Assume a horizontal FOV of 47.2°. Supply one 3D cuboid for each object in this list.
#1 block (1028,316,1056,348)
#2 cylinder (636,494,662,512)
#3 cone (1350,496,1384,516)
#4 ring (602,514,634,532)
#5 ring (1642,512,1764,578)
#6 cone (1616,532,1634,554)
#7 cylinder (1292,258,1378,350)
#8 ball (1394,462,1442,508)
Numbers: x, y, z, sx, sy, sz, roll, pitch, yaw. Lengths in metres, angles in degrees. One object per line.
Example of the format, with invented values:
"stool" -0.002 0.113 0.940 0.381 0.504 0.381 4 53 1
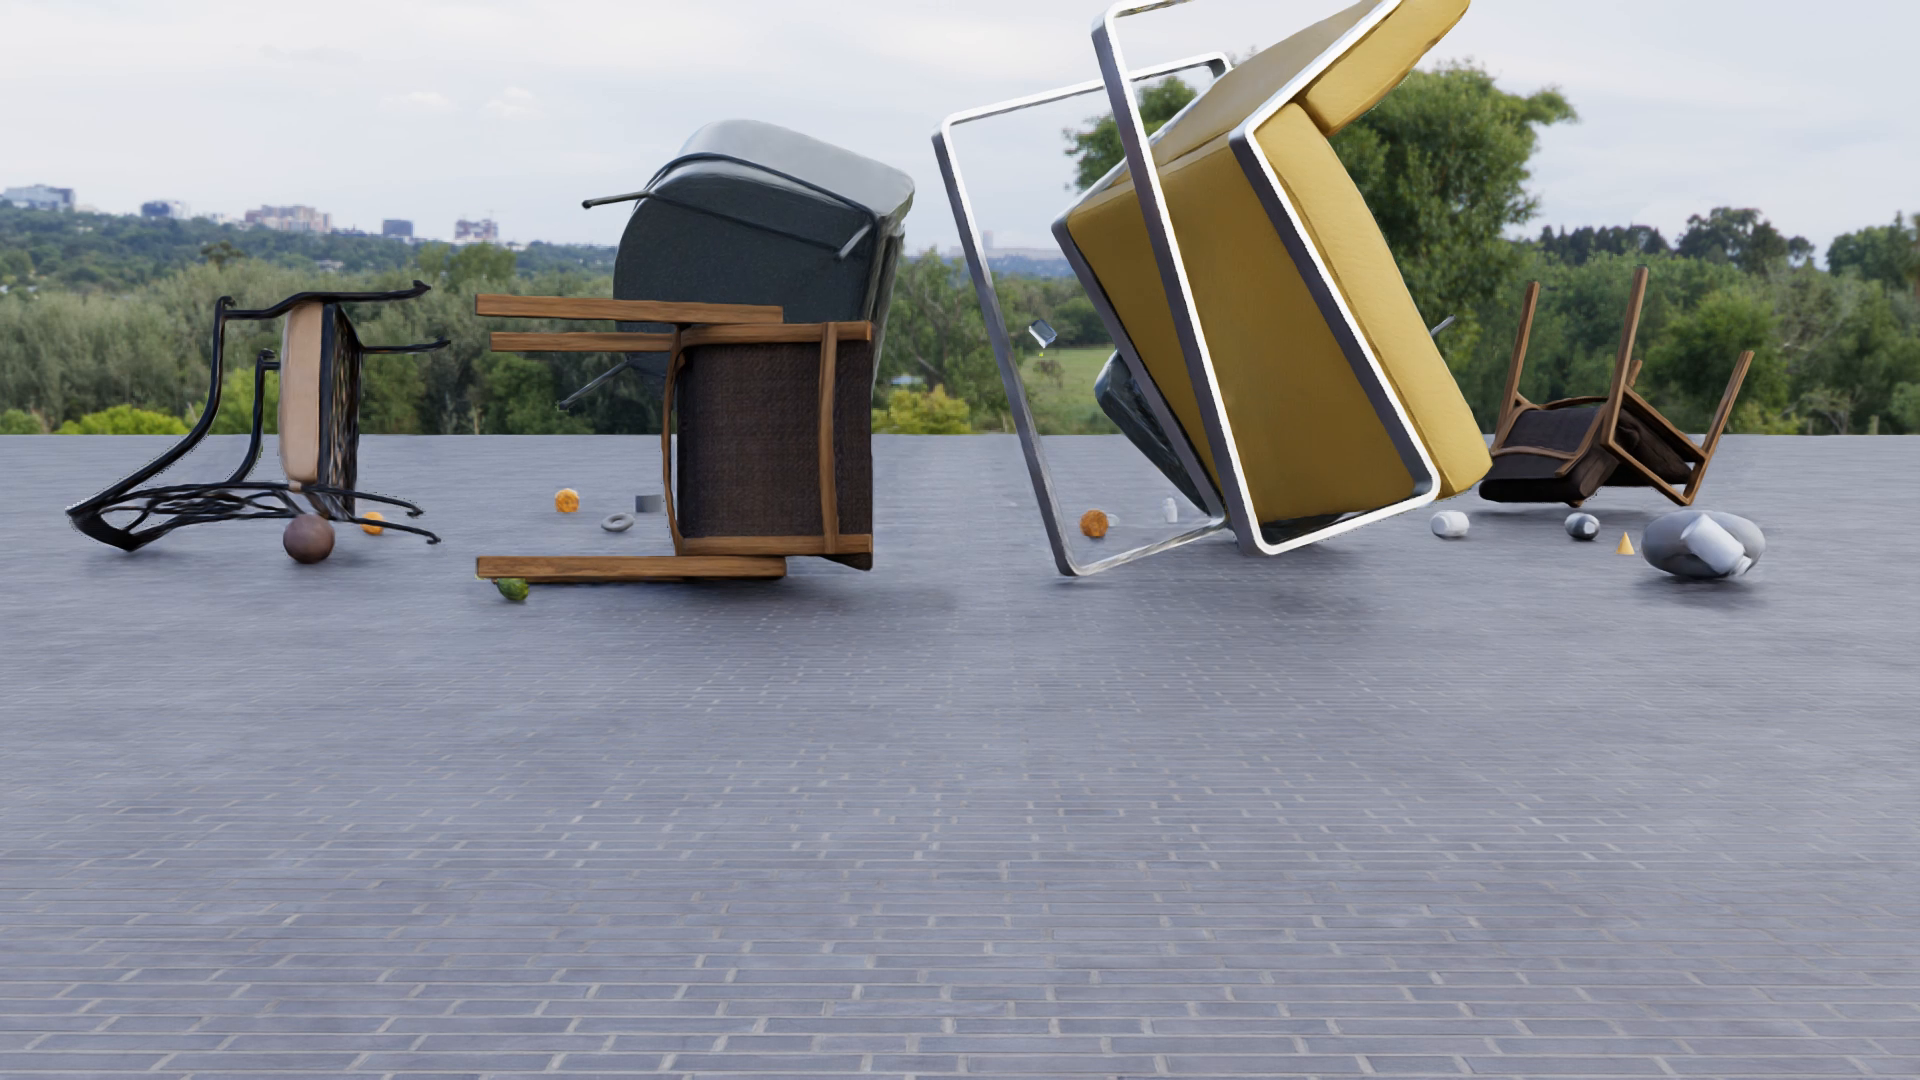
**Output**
"block" 0.300 -0.752 7.967 0.053 0.084 0.059 -41 -8 -12
"cylinder" -1.136 -0.134 8.028 0.103 0.063 0.080 -3 5 -39
"cone" 1.451 -0.122 7.839 0.116 0.066 0.120 -2 5 -31
"ring" -1.082 -0.056 6.953 0.107 0.057 0.034 -11 -18 -1
"ring" 1.733 0.011 5.142 0.226 0.105 0.399 19 -9 -8
"cone" 1.814 0.007 5.996 0.051 0.062 0.057 1 4 15
"cylinder" 0.919 -0.579 5.398 0.123 0.192 0.091 -36 0 15
"ball" 1.727 -0.208 8.289 0.177 0.177 0.177 0 4 0
